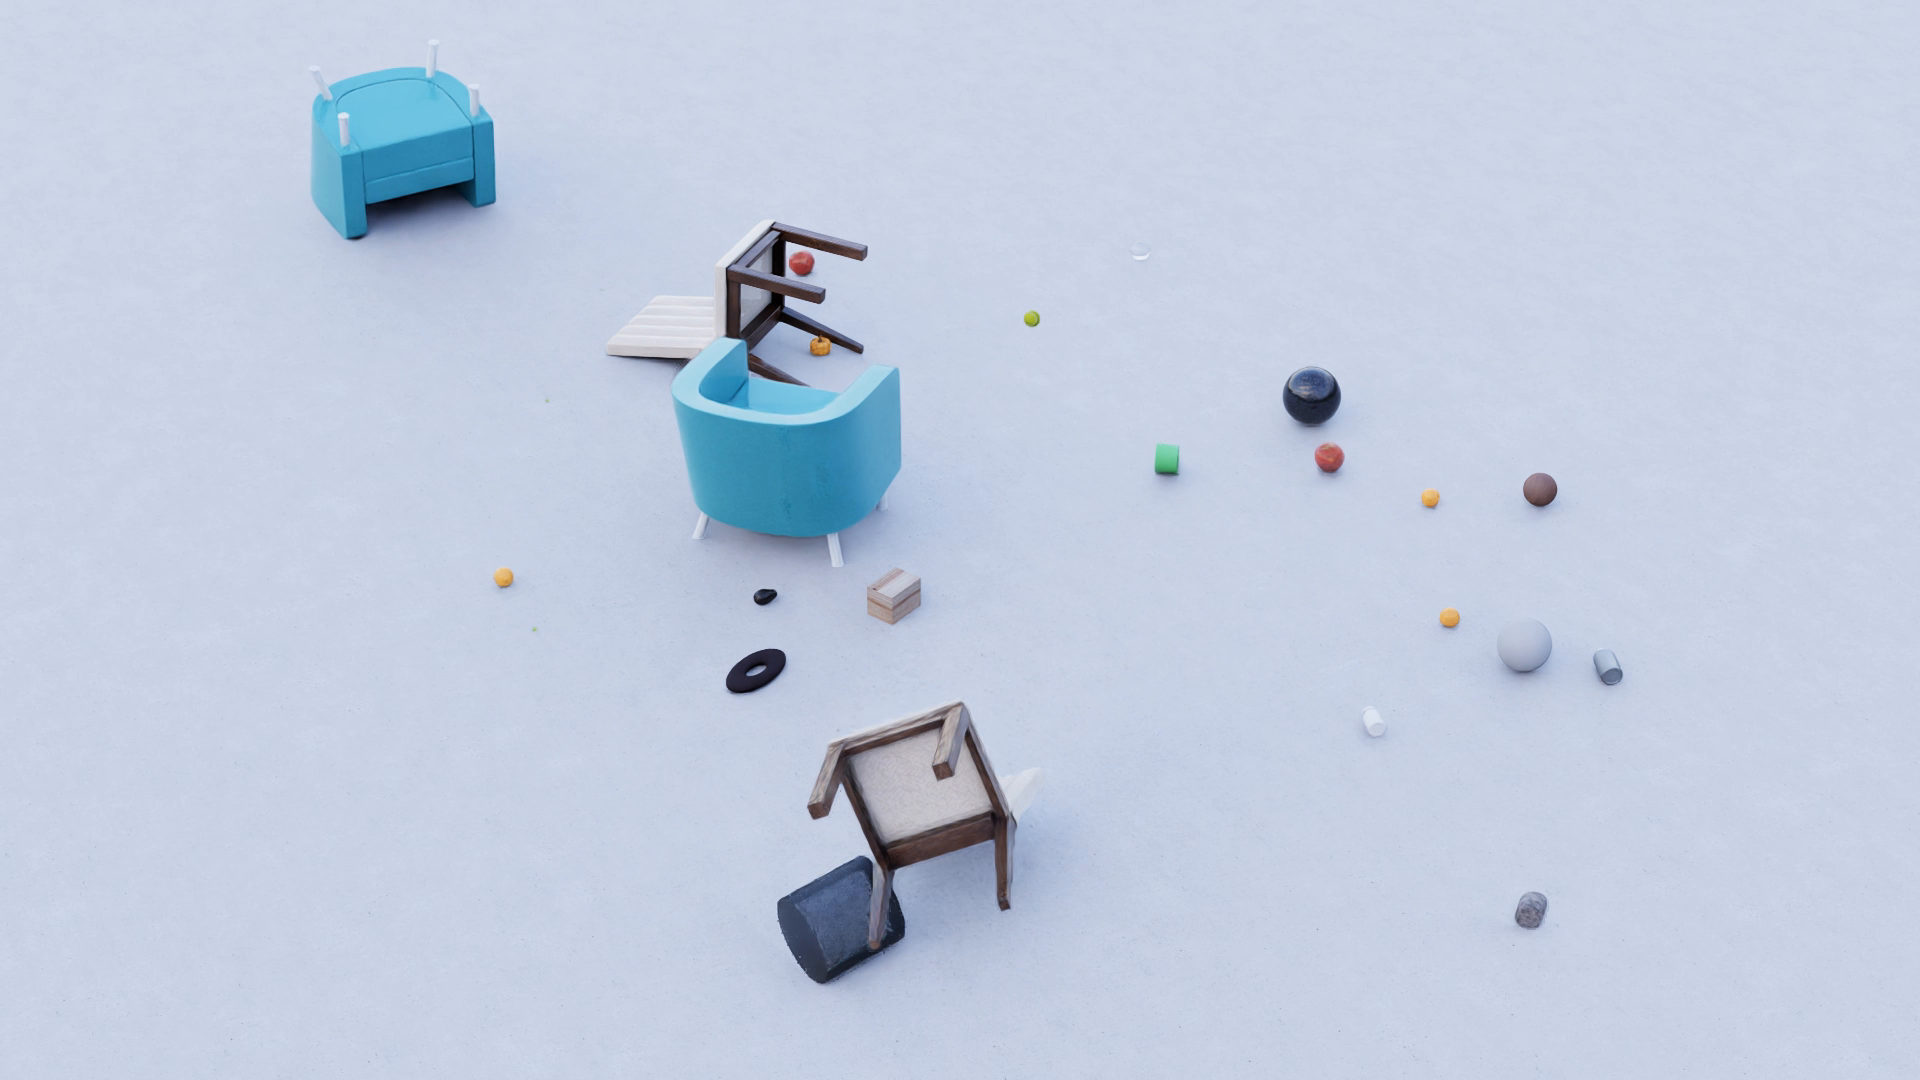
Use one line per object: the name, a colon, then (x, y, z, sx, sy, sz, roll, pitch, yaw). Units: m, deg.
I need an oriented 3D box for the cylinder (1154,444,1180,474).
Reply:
cylinder: (0.798, -0.312, 11.297, 0.084, 0.154, 0.106, 5, 77, 7)

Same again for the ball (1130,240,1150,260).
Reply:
ball: (0.786, -1.262, 12.782, 0.085, 0.085, 0.085, 0, 33, 0)

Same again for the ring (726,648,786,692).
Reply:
ring: (-0.711, 0.455, 10.219, 0.152, 0.040, 0.285, 21, 38, 28)

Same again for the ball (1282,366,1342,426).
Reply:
ball: (1.392, -0.571, 11.598, 0.234, 0.234, 0.234, 0, 33, 0)

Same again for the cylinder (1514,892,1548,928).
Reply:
cylinder: (1.777, 1.151, 9.120, 0.090, 0.080, 0.082, -29, 16, 36)

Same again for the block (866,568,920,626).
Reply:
block: (-0.237, 0.201, 10.531, 0.116, 0.119, 0.162, 23, 40, 31)

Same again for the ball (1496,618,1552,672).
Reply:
ball: (1.967, 0.364, 10.218, 0.191, 0.191, 0.191, 0, 33, 0)

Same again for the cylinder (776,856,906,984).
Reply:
cylinder: (-0.363, 1.159, 8.960, 0.308, 0.289, 0.191, -26, -2, -33)
